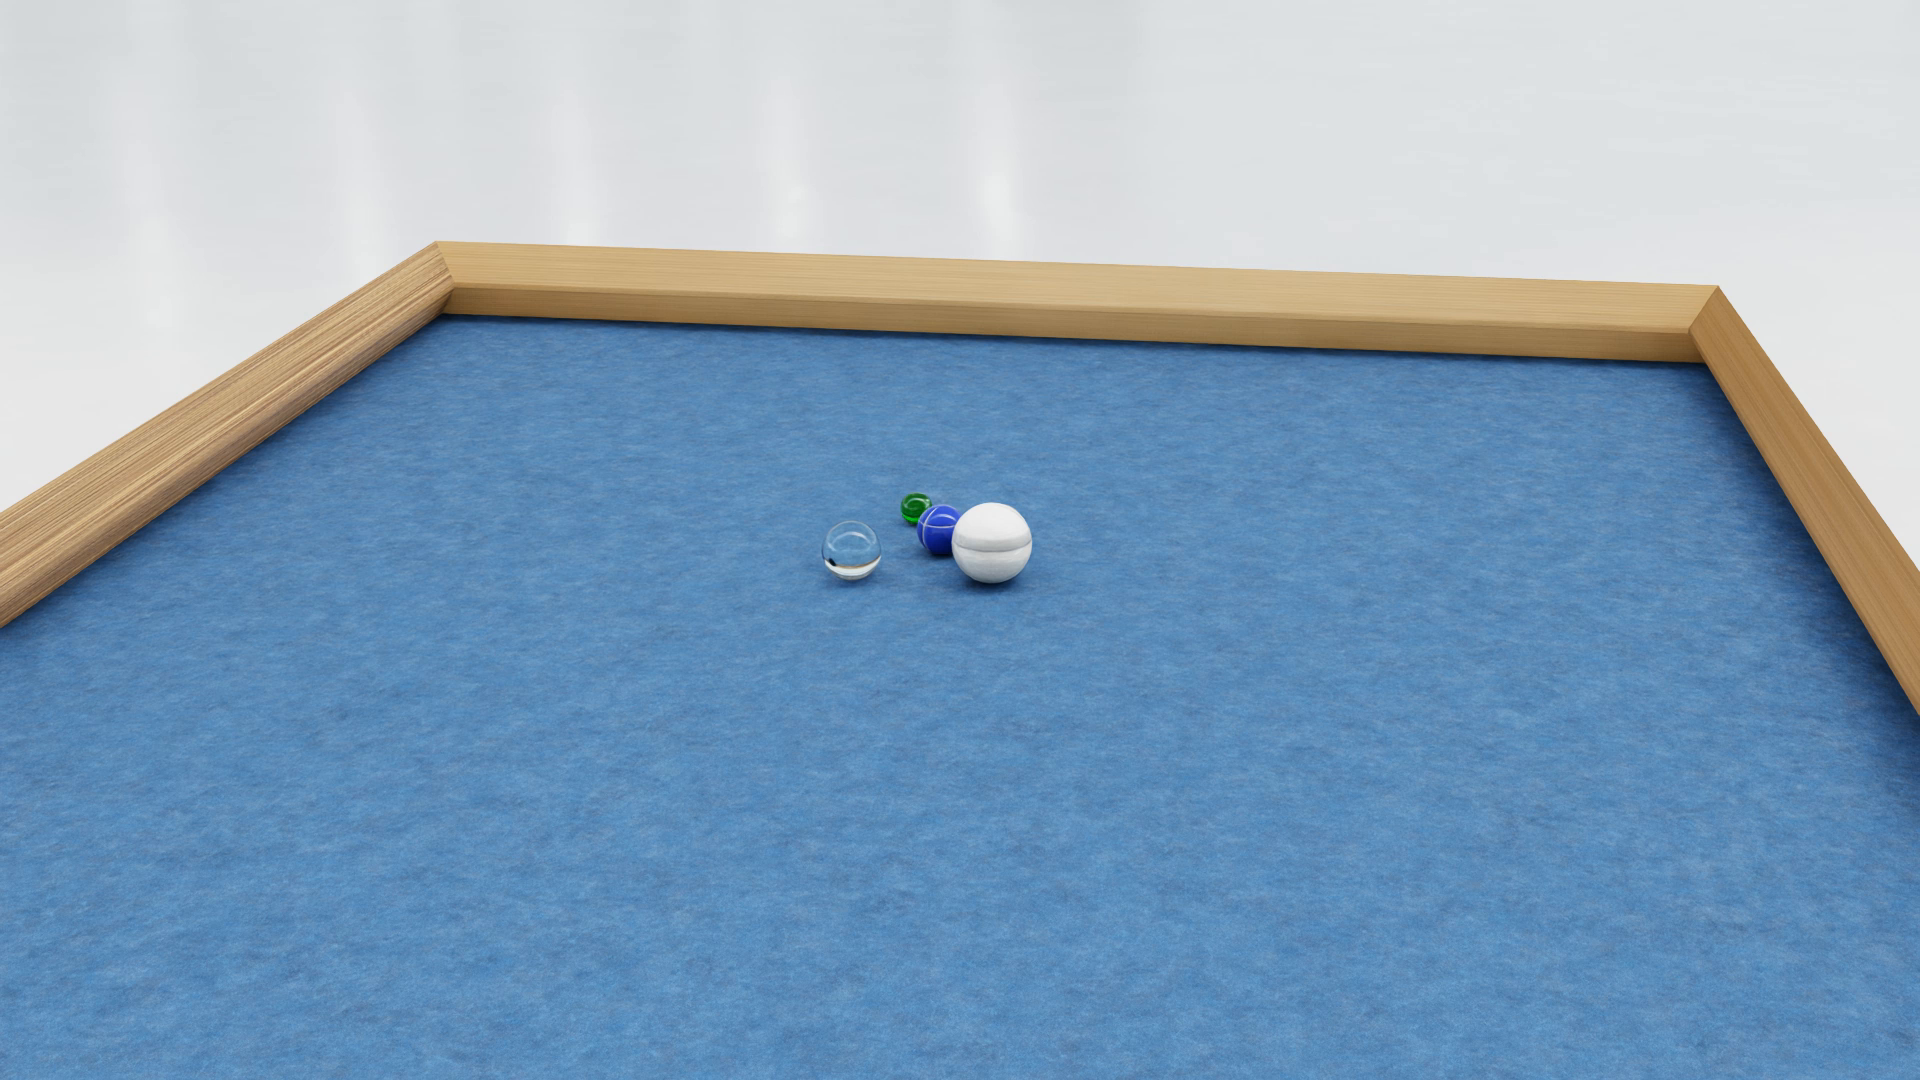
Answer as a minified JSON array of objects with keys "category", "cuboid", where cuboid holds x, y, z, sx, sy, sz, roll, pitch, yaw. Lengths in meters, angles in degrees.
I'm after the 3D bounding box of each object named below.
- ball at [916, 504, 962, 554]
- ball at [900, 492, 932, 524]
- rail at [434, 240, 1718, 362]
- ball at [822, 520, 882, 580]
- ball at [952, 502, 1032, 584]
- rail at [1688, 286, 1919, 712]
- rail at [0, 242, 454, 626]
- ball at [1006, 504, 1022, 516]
[{"category":"ball","cuboid":[-0.022,-0.013,2.618,0.060,0.060,0.060,0,21,0]},{"category":"ball","cuboid":[-0.054,-0.039,2.716,0.040,0.040,0.040,0,21,0]},{"category":"rail","cuboid":[0.142,-0.374,3.474,2.036,0.121,0.045,3,21,8]},{"category":"ball","cuboid":[-0.125,0.012,2.540,0.070,0.070,0.070,0,21,0]},{"category":"ball","cuboid":[0.036,0.004,2.530,0.093,0.093,0.093,0,21,0]},{"category":"rail","cuboid":[0.839,0.379,1.507,0.045,0.121,4.014,3,21,8]},{"category":"rail","cuboid":[-1.129,0.276,1.776,0.045,0.121,4.014,3,21,8]},{"category":"ball","cuboid":[0.049,-0.015,2.627,0.057,0.057,0.057,0,21,0]}]
